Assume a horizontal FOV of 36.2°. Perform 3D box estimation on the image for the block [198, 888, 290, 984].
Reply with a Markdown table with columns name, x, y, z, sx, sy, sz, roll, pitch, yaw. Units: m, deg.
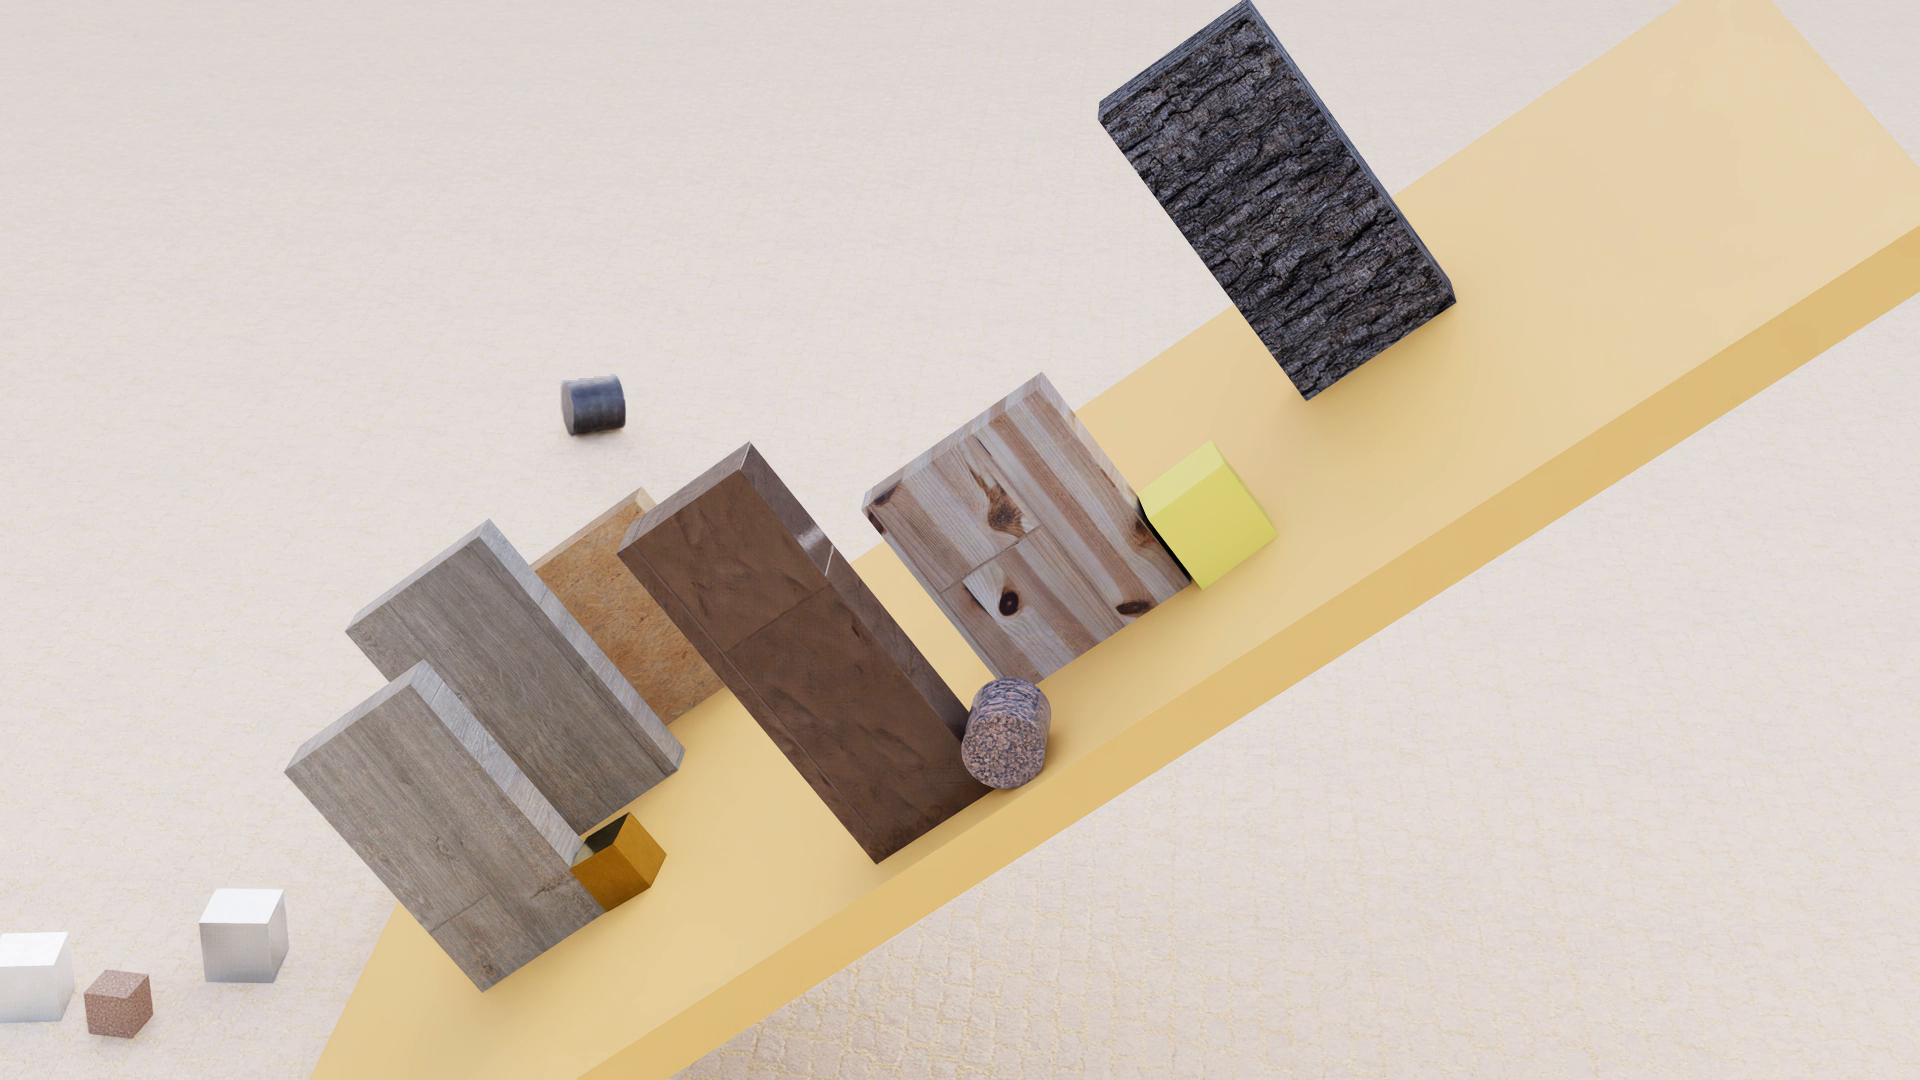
| name | x | y | z | sx | sy | sz | roll | pitch | yaw |
| --- | --- | --- | --- | --- | --- | --- | --- | --- | --- |
| block | -1.794 | 0.992 | 7.378 | 0.171 | 0.171 | 0.171 | 1 | 22 | 1 |

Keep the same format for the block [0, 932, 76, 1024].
| name | x | y | z | sx | sy | sz | roll | pitch | yaw |
| --- | --- | --- | --- | --- | --- | --- | --- | --- | --- |
| block | -2.273 | 1.071 | 7.203 | 0.158 | 0.158 | 0.158 | -1 | 22 | -3 |

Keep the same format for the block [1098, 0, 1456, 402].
| name | x | y | z | sx | sy | sz | roll | pitch | yaw |
| --- | --- | --- | --- | --- | --- | --- | --- | --- | --- |
| block | 0.652 | -0.695 | 6.039 | 0.371 | 0.741 | 0.147 | -34 | 16 | 16 |

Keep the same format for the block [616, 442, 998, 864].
| name | x | y | z | sx | sy | sz | roll | pitch | yaw |
| --- | --- | --- | --- | --- | --- | --- | --- | --- | --- |
| block | -0.272 | 0.215 | 5.469 | 0.286 | 0.778 | 0.144 | -34 | 16 | 16 |

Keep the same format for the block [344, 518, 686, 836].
| name | x | y | z | sx | sy | sz | roll | pitch | yaw |
| --- | --- | --- | --- | --- | --- | --- | --- | --- | --- |
| block | -1.038 | 0.355 | 6.894 | 0.414 | 0.727 | 0.108 | -34 | 16 | 16 |

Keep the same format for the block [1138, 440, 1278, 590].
| name | x | y | z | sx | sy | sz | roll | pitch | yaw |
| --- | --- | --- | --- | --- | --- | --- | --- | --- | --- |
| block | 0.475 | -0.050 | 5.664 | 0.179 | 0.179 | 0.179 | -36 | 16 | 7 |

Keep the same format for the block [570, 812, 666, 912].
| name | x | y | z | sx | sy | sz | roll | pitch | yaw |
| --- | --- | --- | --- | --- | --- | --- | --- | --- | --- |
| block | -0.740 | 0.698 | 6.375 | 0.129 | 0.129 | 0.129 | -31 | 17 | 24 |

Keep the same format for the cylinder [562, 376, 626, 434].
| name | x | y | z | sx | sy | sz | roll | pitch | yaw |
| --- | --- | --- | --- | --- | --- | --- | --- | --- | --- |
| cylinder | -1.369 | -0.502 | 10.980 | 0.196 | 0.196 | 0.196 | -8 | 24 | -19 |

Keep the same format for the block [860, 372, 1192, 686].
| name | x | y | z | sx | sy | sz | roll | pitch | yaw |
| --- | --- | --- | --- | --- | --- | --- | --- | --- | --- |
| block | 0.131 | -0.004 | 5.720 | 0.430 | 0.493 | 0.095 | -34 | 16 | 16 |

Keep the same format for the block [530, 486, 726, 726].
| name | x | y | z | sx | sy | sz | roll | pitch | yaw |
| --- | --- | --- | --- | --- | --- | --- | --- | --- | --- |
| block | -0.765 | 0.175 | 7.199 | 0.359 | 0.508 | 0.097 | -34 | 16 | 16 |

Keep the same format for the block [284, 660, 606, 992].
| name | x | y | z | sx | sy | sz | roll | pitch | yaw |
| --- | --- | --- | --- | --- | --- | --- | --- | --- | --- |
| block | -1.100 | 0.626 | 6.389 | 0.363 | 0.662 | 0.127 | -34 | 16 | 16 |

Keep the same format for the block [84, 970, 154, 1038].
| name | x | y | z | sx | sy | sz | roll | pitch | yaw |
| --- | --- | --- | --- | --- | --- | --- | --- | --- | --- |
| block | -2.039 | 1.125 | 7.131 | 0.114 | 0.114 | 0.114 | 5 | 23 | 11 |

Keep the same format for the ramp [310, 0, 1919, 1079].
| name | x | y | z | sx | sy | sz | roll | pitch | yaw |
| --- | --- | --- | --- | --- | --- | --- | --- | --- | --- |
| ramp | 0.130 | 0.178 | 6.319 | 4.000 | 0.100 | 2.000 | -34 | 16 | 16 |
